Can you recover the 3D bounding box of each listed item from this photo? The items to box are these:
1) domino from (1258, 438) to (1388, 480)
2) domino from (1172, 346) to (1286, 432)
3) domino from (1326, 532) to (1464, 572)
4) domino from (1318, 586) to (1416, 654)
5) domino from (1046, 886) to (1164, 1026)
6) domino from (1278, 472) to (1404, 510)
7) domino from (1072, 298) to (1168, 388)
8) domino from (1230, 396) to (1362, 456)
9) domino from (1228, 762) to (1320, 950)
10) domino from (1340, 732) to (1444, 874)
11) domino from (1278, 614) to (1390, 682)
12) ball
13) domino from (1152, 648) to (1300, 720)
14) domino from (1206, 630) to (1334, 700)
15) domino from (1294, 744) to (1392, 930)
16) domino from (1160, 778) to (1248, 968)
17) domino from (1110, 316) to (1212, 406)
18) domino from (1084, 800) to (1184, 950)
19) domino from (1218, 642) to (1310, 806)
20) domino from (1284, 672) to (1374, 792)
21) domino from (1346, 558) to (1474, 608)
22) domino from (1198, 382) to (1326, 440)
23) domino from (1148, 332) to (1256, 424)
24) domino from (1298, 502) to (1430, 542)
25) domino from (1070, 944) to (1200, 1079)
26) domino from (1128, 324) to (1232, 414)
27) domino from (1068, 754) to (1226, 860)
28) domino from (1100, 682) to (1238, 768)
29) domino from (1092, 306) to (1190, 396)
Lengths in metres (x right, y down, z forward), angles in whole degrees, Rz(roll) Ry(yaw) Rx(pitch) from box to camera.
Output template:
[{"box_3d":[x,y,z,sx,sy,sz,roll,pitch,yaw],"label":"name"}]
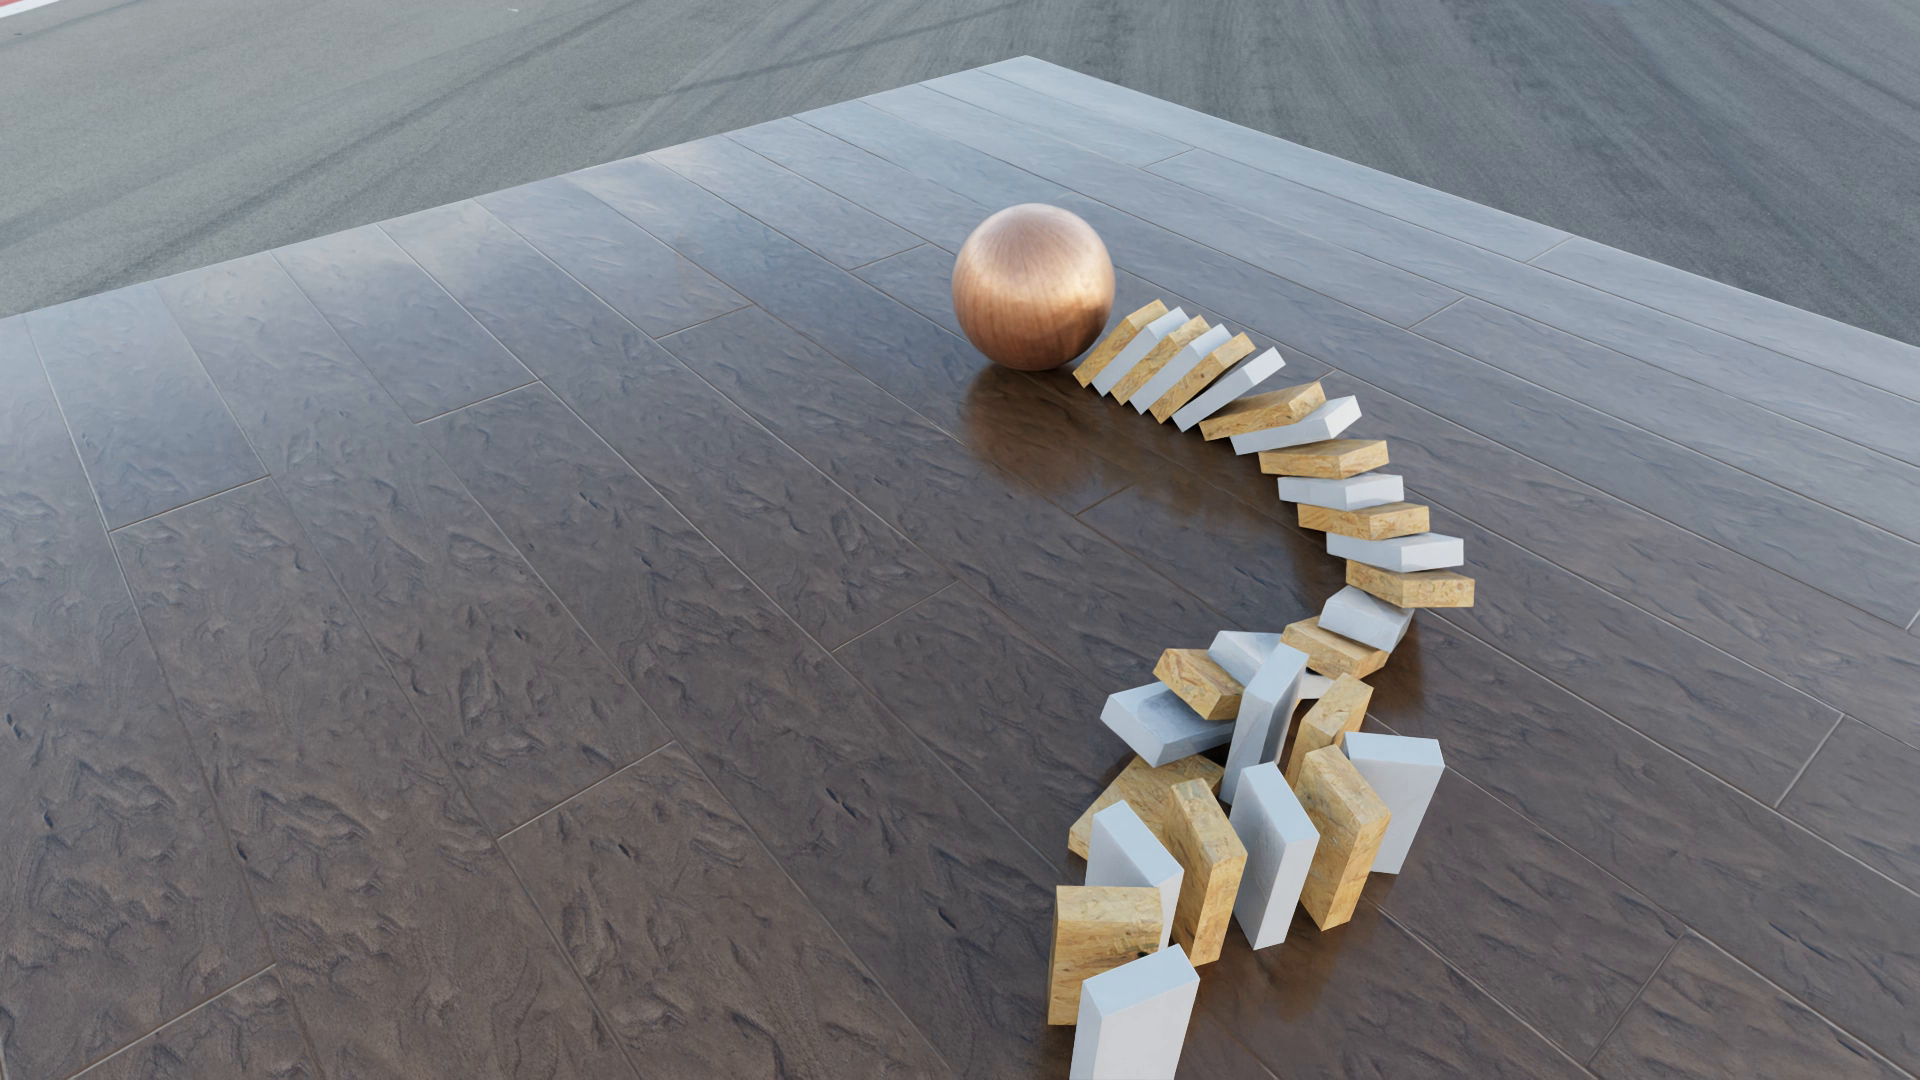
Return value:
[{"box_3d":[0.154,-0.035,0.468,0.025,0.009,0.050,-18,13,-21],"label":"domino"},{"box_3d":[0.121,-0.068,0.498,0.025,0.050,0.009,-33,89,-34],"label":"domino"},{"box_3d":[0.165,0.003,0.420,0.025,0.009,0.050,-7,9,-11],"label":"domino"},{"box_3d":[0.145,0.027,0.391,0.025,0.010,0.050,22,13,24],"label":"domino"},{"box_3d":[0.036,0.107,0.281,0.025,0.050,0.009,1,39,1],"label":"domino"},{"box_3d":[0.155,-0.021,0.450,0.025,0.009,0.050,-11,9,-13],"label":"domino"},{"box_3d":[0.077,-0.094,0.529,0.025,0.050,0.009,-33,84,-34],"label":"domino"},{"box_3d":[0.147,-0.050,0.484,0.025,0.010,0.050,-33,15,-34],"label":"domino"},{"box_3d":[0.084,0.088,0.304,0.009,0.050,0.025,-10,40,-12],"label":"domino"},{"box_3d":[0.119,0.077,0.318,0.025,0.050,0.009,4,40,5],"label":"domino"},{"box_3d":[0.130,0.037,0.380,0.025,0.010,0.050,28,17,30],"label":"domino"},{"box_3d":[0.036,-0.123,0.538,0.080,0.080,0.080,0,39,0],"label":"ball"},{"box_3d":[0.090,0.048,0.365,0.050,0.009,0.025,6,26,-43],"label":"domino"},{"box_3d":[0.109,0.042,0.373,0.050,0.010,0.025,7,27,-43],"label":"domino"},{"box_3d":[0.103,0.084,0.309,0.010,0.050,0.025,-13,41,-16],"label":"domino"},{"box_3d":[0.064,0.091,0.300,0.010,0.050,0.025,-11,41,-13],"label":"domino"},{"box_3d":[0.094,-0.084,0.517,0.025,0.050,0.010,-33,84,-34],"label":"domino"},{"box_3d":[0.045,0.096,0.295,0.009,0.050,0.025,-21,44,-23],"label":"domino"},{"box_3d":[0.094,0.058,0.340,0.009,0.050,0.025,25,46,27],"label":"domino"},{"box_3d":[0.108,0.066,0.331,0.010,0.050,0.025,30,48,31],"label":"domino"},{"box_3d":[0.164,0.015,0.405,0.025,0.010,0.050,-1,8,-2],"label":"domino"},{"box_3d":[0.135,-0.057,0.492,0.025,0.010,0.050,-33,15,-34],"label":"domino"},{"box_3d":[0.110,-0.074,0.504,0.025,0.050,0.009,-33,84,-34],"label":"domino"},{"box_3d":[0.158,-0.009,0.435,0.025,0.009,0.050,-9,9,-13],"label":"domino"},{"box_3d":[0.041,0.119,0.266,0.025,0.050,0.009,-14,41,-17],"label":"domino"},{"box_3d":[0.102,-0.079,0.510,0.025,0.050,0.009,-33,84,-34],"label":"domino"},{"box_3d":[0.059,0.083,0.342,0.025,0.010,0.050,28,47,30],"label":"domino"},{"box_3d":[0.073,0.058,0.360,0.050,0.009,0.025,-7,35,-40],"label":"domino"},{"box_3d":[0.086,-0.089,0.523,0.025,0.050,0.010,-33,84,-34],"label":"domino"}]
